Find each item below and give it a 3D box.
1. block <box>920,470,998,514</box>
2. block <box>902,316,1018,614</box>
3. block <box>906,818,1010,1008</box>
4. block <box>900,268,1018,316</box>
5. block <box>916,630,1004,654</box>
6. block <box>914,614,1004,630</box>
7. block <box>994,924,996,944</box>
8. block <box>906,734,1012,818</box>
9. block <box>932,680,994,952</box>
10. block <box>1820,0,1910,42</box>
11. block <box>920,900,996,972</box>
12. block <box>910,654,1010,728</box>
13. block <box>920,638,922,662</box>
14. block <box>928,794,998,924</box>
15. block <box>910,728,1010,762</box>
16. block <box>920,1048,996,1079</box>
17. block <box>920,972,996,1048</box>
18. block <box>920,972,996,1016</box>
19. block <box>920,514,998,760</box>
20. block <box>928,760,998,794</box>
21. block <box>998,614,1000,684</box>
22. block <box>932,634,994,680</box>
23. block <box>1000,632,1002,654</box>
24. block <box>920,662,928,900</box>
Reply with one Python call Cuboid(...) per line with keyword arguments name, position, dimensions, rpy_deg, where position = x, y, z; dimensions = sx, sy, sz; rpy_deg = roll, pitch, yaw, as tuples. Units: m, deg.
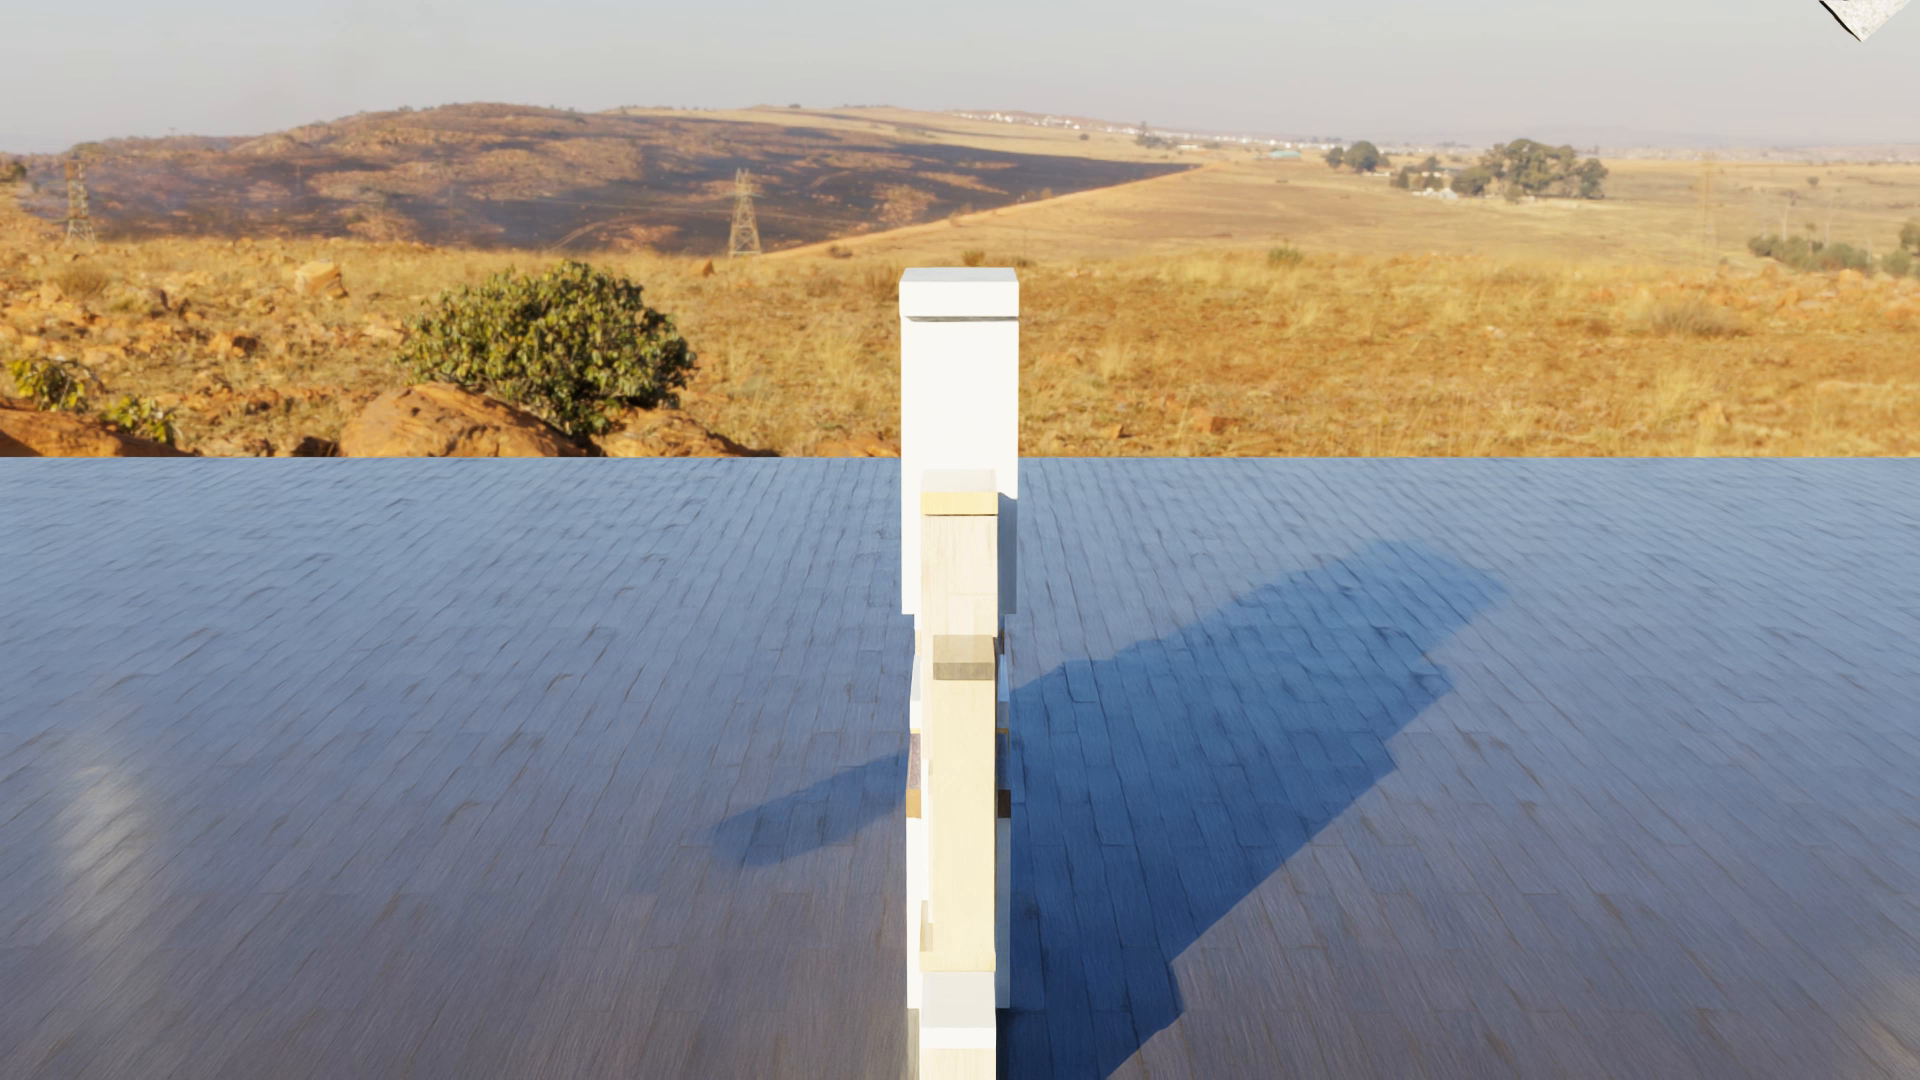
Cuboid(name="block", position=(-0.001, -0.066, 2.939), dimensions=(0.100, 0.028, 0.200), rpy_deg=(0, 10, 0))
Cuboid(name="block", position=(-0.001, -0.114, 3.259), dimensions=(0.170, 0.446, 0.048), rpy_deg=(0, 11, 0))
Cuboid(name="block", position=(-0.002, 0.530, 3.183), dimensions=(0.148, 0.296, 0.042), rpy_deg=(0, 11, 0))
Cuboid(name="block", position=(-0.001, -0.377, 3.323), dimensions=(0.170, 0.048, 0.340), rpy_deg=(0, 11, 0))
Cuboid(name="block", position=(0.000, 0.323, 4.190), dimensions=(0.168, 0.336, 0.048), rpy_deg=(0, 11, 0))
Cuboid(name="block", position=(0.000, 0.114, 4.265), dimensions=(0.168, 0.048, 0.336), rpy_deg=(0, 11, 0))
Cuboid(name="block", position=(0.004, 0.434, 3.028), dimensions=(0.091, 0.267, 0.026), rpy_deg=(0, 10, 0))
Cuboid(name="block", position=(-0.002, 0.345, 3.250), dimensions=(0.148, 0.042, 0.296), rpy_deg=(0, 11, 0))
Cuboid(name="block", position=(0.005, 0.346, 2.779), dimensions=(0.077, 0.361, 0.022), rpy_deg=(0, 11, 0))
Cuboid(name="block", position=(2.294, -1.459, 5.597), dimensions=(0.243, 0.243, 0.243), rpy_deg=(-43, 7, 23))
Cuboid(name="block", position=(-0.004, 0.521, 2.901), dimensions=(0.097, 0.028, 0.194), rpy_deg=(0, 11, 0))
Cuboid(name="block", position=(0.000, 0.249, 3.652), dimensions=(0.158, 0.045, 0.316), rpy_deg=(0, 11, 0))
Cuboid(name="block", position=(-0.004, 0.135, 3.109), dimensions=(0.099, 0.028, 0.198), rpy_deg=(0, 11, 0))
Cuboid(name="block", position=(0.004, 0.414, 2.901), dimensions=(0.091, 0.182, 0.026), rpy_deg=(0, 11, 0))
Cuboid(name="block", position=(0.000, 0.446, 3.581), dimensions=(0.158, 0.316, 0.045), rpy_deg=(0, 11, 0))
Cuboid(name="block", position=(-0.002, 0.687, 2.659), dimensions=(0.090, 0.179, 0.025), rpy_deg=(0, 11, 0))
Cuboid(name="block", position=(-0.002, 0.575, 2.699), dimensions=(0.090, 0.025, 0.179), rpy_deg=(0, 11, 0))
Cuboid(name="block", position=(-0.004, 0.642, 2.857), dimensions=(0.097, 0.194, 0.028), rpy_deg=(0, 11, 0))
Cuboid(name="block", position=(-0.001, 0.125, 2.907), dimensions=(0.100, 0.334, 0.028), rpy_deg=(0, 11, 0))
Cuboid(name="block", position=(0.004, 0.301, 2.942), dimensions=(0.091, 0.026, 0.182), rpy_deg=(0, 11, 0))
Cuboid(name="block", position=(0.003, 0.108, 3.598), dimensions=(0.126, 0.253, 0.036), rpy_deg=(0, 10, 0))
Cuboid(name="block", position=(0.004, 0.148, 2.794), dimensions=(0.077, 0.022, 0.154), rpy_deg=(0, 11, 0))
Cuboid(name="block", position=(0.004, 0.218, 3.960), dimensions=(0.146, 0.041, 0.292), rpy_deg=(0, 11, 0))
Cuboid(name="block", position=(-0.004, 0.357, 3.083), dimensions=(0.099, 0.399, 0.028), rpy_deg=(0, 11, 0))
